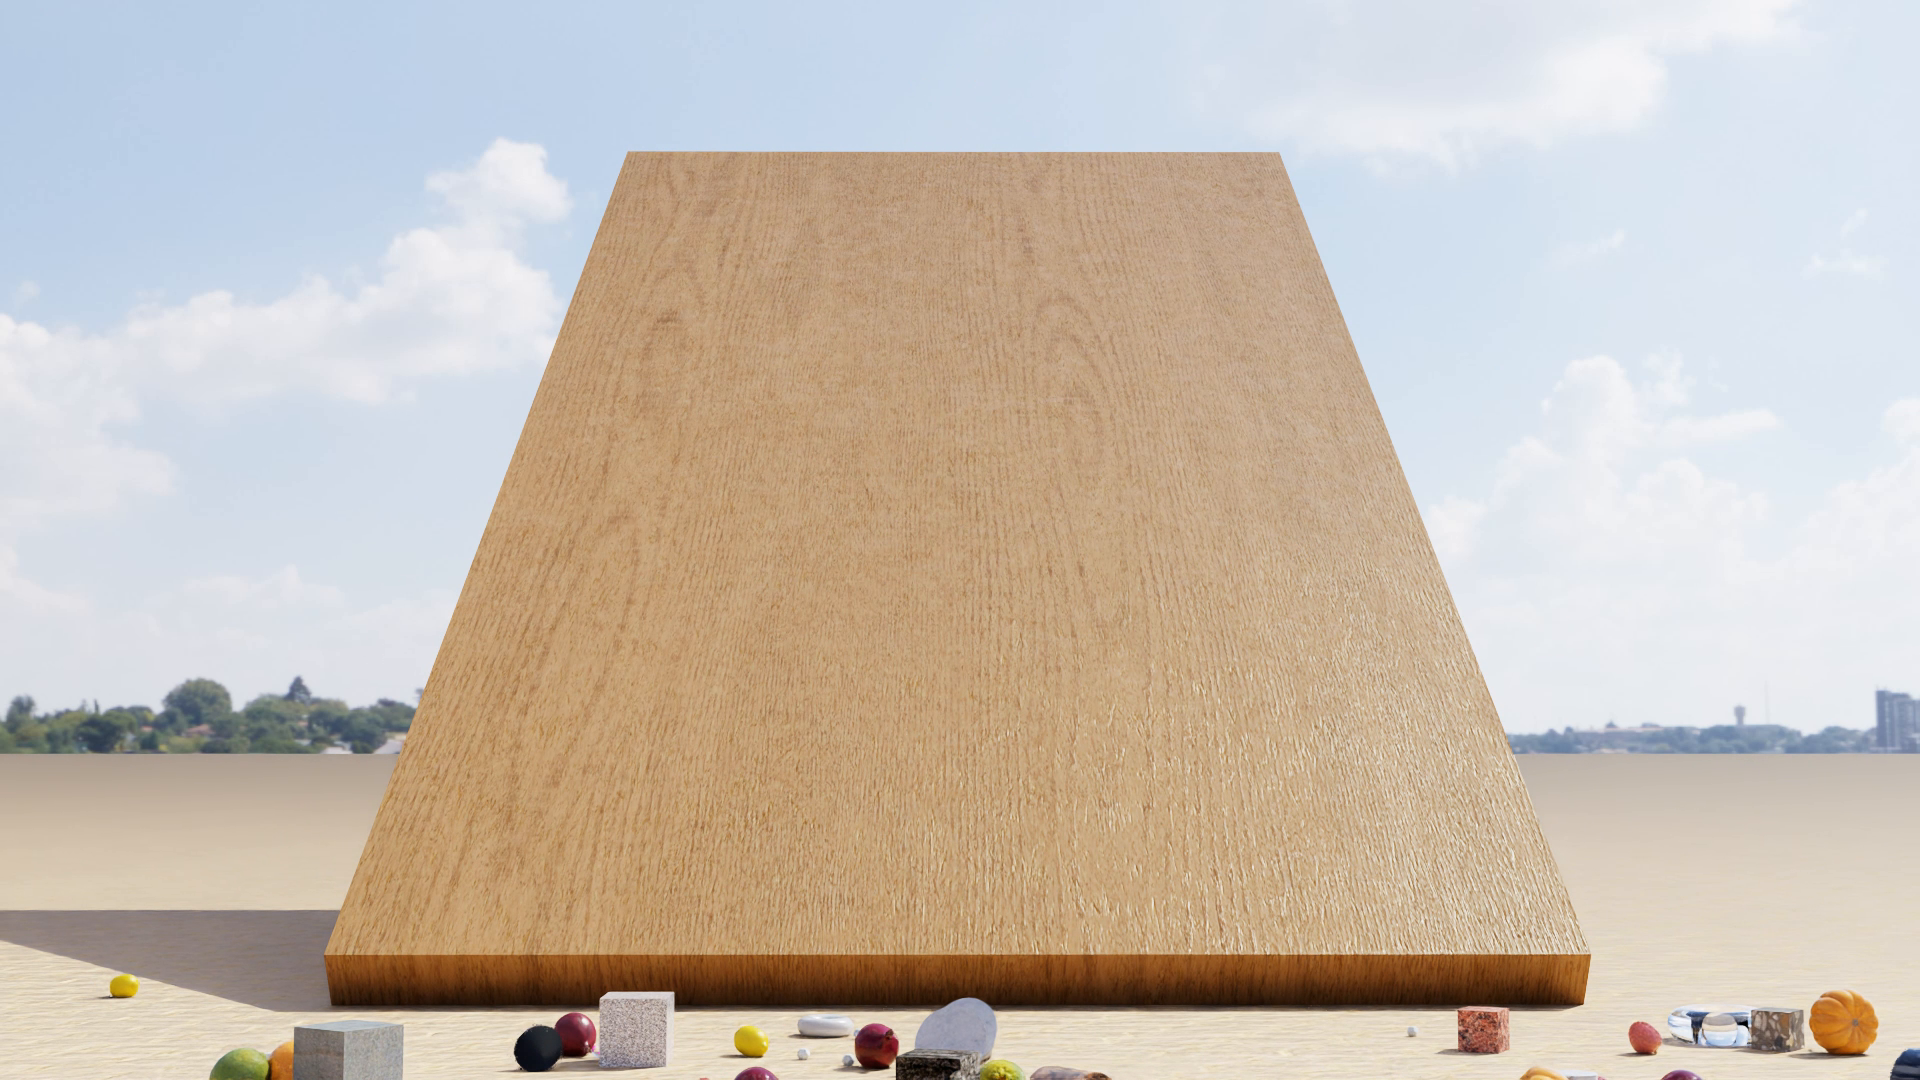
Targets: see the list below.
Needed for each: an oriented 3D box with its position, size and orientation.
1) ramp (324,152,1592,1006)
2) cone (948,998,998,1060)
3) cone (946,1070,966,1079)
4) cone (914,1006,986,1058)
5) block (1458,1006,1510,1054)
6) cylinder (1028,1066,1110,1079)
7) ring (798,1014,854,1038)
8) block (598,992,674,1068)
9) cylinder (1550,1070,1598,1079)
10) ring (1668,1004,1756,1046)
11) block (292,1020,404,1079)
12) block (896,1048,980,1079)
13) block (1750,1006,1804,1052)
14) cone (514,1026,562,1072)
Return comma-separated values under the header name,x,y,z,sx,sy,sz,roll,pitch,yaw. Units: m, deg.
name,x,y,z,sx,sy,sz,roll,pitch,yaw
ramp,-0.011,-0.225,5.549,2.000,0.100,4.000,0,27,0
cone,0.023,0.663,3.122,0.094,0.094,0.094,-2,-32,25
cone,0.012,0.614,2.521,0.075,0.075,0.075,27,5,21
cone,0.001,0.654,3.020,0.094,0.094,0.094,-2,-32,19
block,0.712,0.666,3.233,0.055,0.055,0.055,-3,-6,28
cylinder,0.117,0.593,2.502,0.073,0.073,0.073,4,-6,-39
ring,-0.192,0.695,3.399,0.081,0.027,0.081,1,-4,0
block,-0.422,0.639,3.108,0.087,0.087,0.087,0,-5,-1
cylinder,0.677,0.614,2.622,0.052,0.052,0.052,0,-5,0
ring,1.063,0.679,3.330,0.141,0.047,0.141,-1,-4,0
block,-0.710,0.608,2.760,0.088,0.088,0.088,-4,-6,35
block,-0.024,0.602,2.615,0.074,0.074,0.074,-2,-5,17
block,1.117,0.668,3.249,0.053,0.053,0.053,-4,-7,40
cone,-0.535,0.664,3.054,0.062,0.062,0.062,0,-32,4
